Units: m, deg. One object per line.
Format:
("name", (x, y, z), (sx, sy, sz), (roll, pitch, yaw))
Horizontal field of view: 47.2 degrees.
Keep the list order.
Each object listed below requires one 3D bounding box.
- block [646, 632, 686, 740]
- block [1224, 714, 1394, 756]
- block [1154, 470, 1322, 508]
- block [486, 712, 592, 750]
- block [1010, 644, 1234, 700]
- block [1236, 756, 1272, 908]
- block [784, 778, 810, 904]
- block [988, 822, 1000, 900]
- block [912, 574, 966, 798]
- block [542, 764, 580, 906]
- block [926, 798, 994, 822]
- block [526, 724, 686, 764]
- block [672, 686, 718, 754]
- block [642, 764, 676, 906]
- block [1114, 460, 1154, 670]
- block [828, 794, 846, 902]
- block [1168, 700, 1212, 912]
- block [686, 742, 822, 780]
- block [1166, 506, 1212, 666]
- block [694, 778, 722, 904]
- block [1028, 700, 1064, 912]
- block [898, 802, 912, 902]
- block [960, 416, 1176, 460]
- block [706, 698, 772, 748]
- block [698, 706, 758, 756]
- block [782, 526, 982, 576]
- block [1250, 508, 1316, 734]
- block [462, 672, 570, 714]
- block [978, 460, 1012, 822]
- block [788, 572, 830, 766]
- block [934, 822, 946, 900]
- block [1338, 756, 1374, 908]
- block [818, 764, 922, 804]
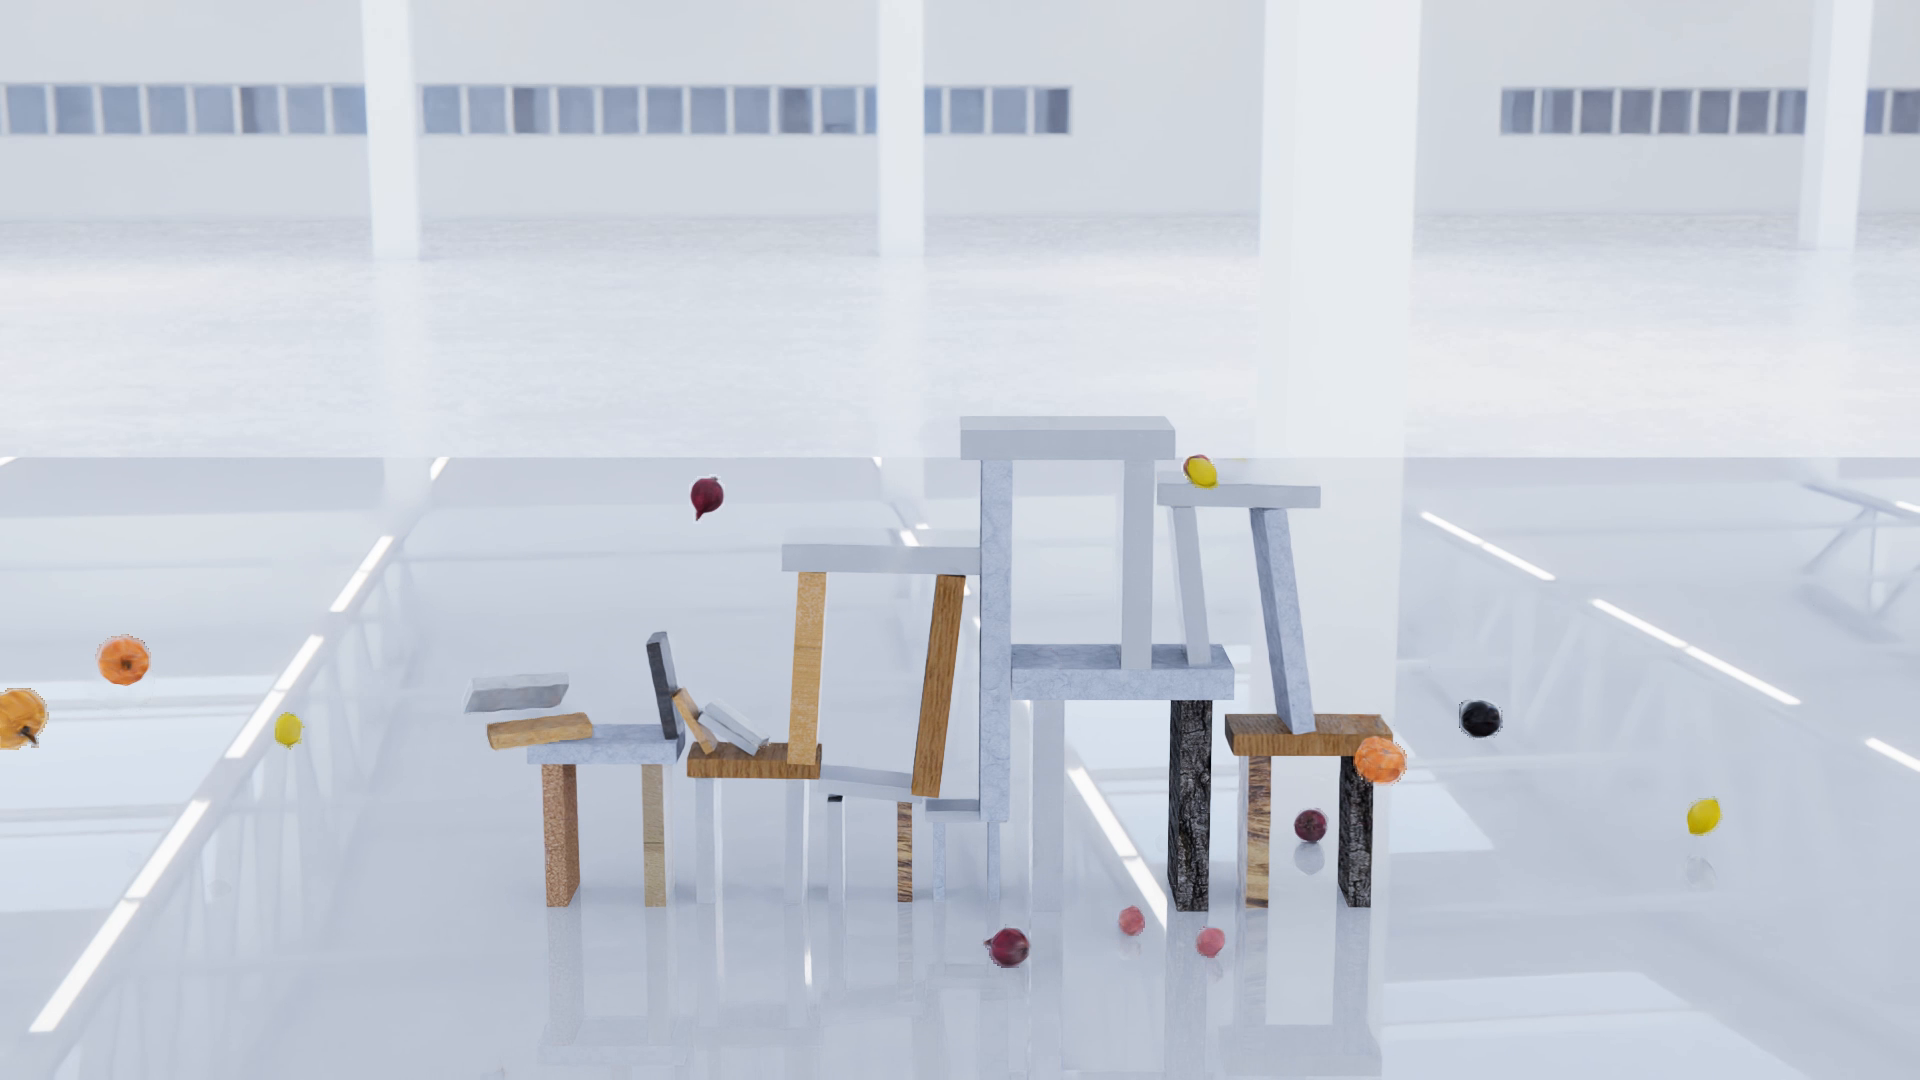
("block", (-0.482, 0.237, 3.607), (0.023, 0.161, 0.081), (-10, 10, 3))
("block", (0.571, 0.320, 3.615), (0.257, 0.036, 0.129), (0, 11, 0))
("block", (0.444, -0.081, 3.537), (0.258, 0.037, 0.129), (1, 11, 3))
("block", (-0.686, 0.311, 3.591), (0.161, 0.023, 0.081), (-6, 11, -17))
("block", (0.261, 0.215, 3.602), (0.355, 0.050, 0.178), (0, 11, 0))
("block", (0.486, 0.464, 3.641), (0.036, 0.257, 0.129), (0, 11, 0))
("block", (-0.271, 0.483, 3.653), (0.030, 0.215, 0.108), (2, 11, 0))
("block", (0.056, 0.524, 3.655), (0.019, 0.135, 0.067), (0, 11, 0))
("block", (-0.035, 0.222, 3.597), (0.045, 0.365, 0.158), (7, 10, -1))
("block", (-0.661, 0.472, 3.643), (0.034, 0.242, 0.121), (0, 11, 0))
("block", (0.011, 0.448, 3.641), (0.135, 0.019, 0.068), (0, 11, 0))
("block", (-0.580, 0.336, 3.618), (0.242, 0.034, 0.121), (0, 11, 0))
("block", (-0.435, 0.296, 3.608), (0.015, 0.109, 0.054), (-30, 8, 6))
("block", (-0.499, 0.472, 3.644), (0.034, 0.242, 0.121), (0, 11, 0))
("block", (0.281, 0.025, 3.562), (0.048, 0.338, 0.169), (0, 11, 0))
("block", (-0.205, 0.505, 3.654), (0.024, 0.172, 0.086), (0, 11, 0))
("block", (0.379, 0.415, 3.639), (0.050, 0.356, 0.178), (0, 11, 0))
("block", (-0.337, 0.362, 3.622), (0.215, 0.030, 0.108), (1, 10, -2))
("block", (0.370, 0.063, 3.568), (0.037, 0.258, 0.129), (-7, 10, 1))
("block", (-0.417, 0.483, 3.653), (0.030, 0.215, 0.108), (0, 11, 0))
("block", (0.142, 0.415, 3.639), (0.050, 0.356, 0.178), (0, 11, 0))
("block", (-0.091, 0.505, 3.654), (0.024, 0.172, 0.086), (0, 11, -1))
("block", (0.168, -0.164, 3.526), (0.337, 0.048, 0.169), (0, 11, 0))
("block", (-0.365, 0.301, 3.622), (0.109, 0.015, 0.054), (35, 7, 9))
("block", (-0.379, 0.312, 3.606), (0.109, 0.015, 0.054), (33, 7, -8))
("block", (-0.125, 0.017, 3.563), (0.316, 0.045, 0.158), (1, 10, -1))
("block", (0.523, 0.120, 3.574), (0.037, 0.370, 0.129), (-10, 11, -2))
("block", (-0.729, 0.250, 3.606), (0.161, 0.023, 0.081), (-2, -30, -28))
("block", (0.057, 0.149, 3.585), (0.048, 0.589, 0.169), (0, 11, 0))
("block", (-0.247, 0.192, 3.596), (0.045, 0.316, 0.158), (4, 10, -2))
("block", (-0.034, 0.524, 3.655), (0.019, 0.135, 0.068), (0, 11, 0))
("block", (0.655, 0.464, 3.643), (0.036, 0.257, 0.129), (0, 11, 2))
("block", (-0.147, 0.402, 3.629), (0.172, 0.024, 0.086), (7, 10, -2))
